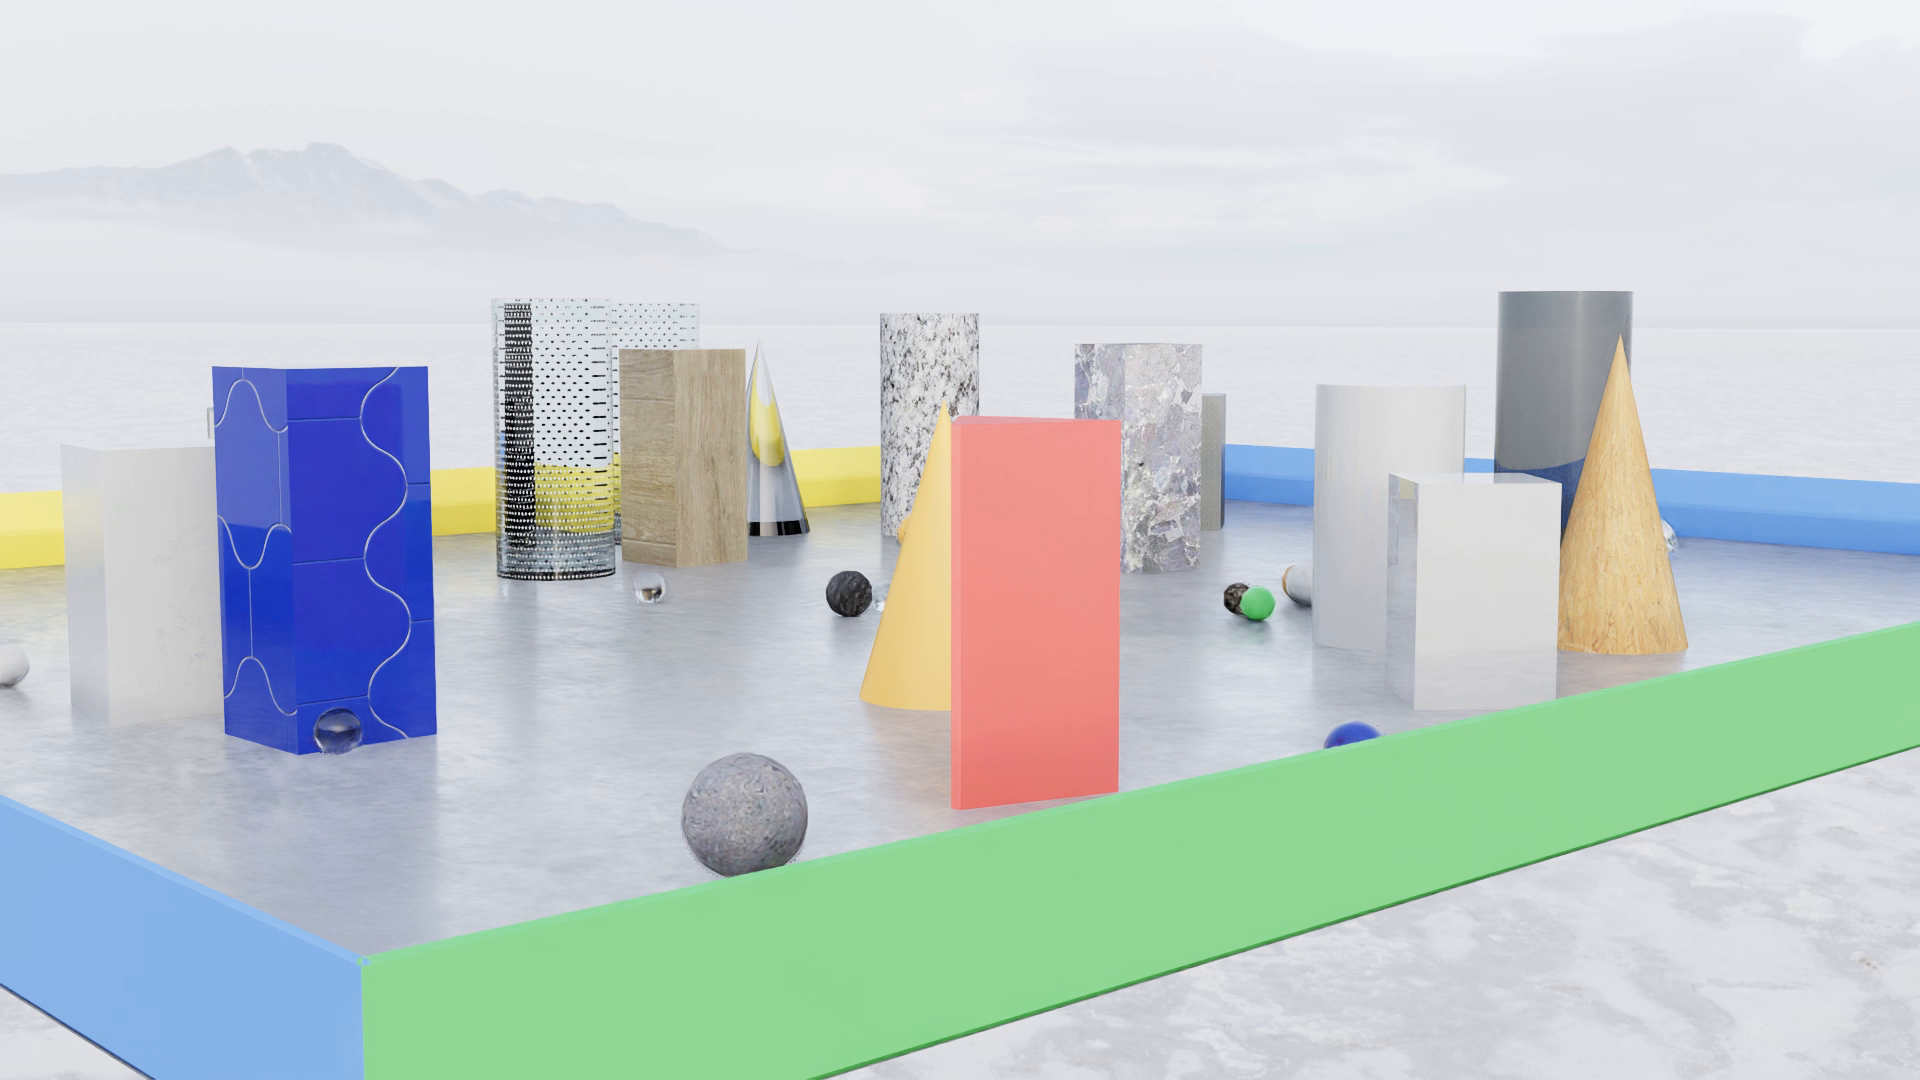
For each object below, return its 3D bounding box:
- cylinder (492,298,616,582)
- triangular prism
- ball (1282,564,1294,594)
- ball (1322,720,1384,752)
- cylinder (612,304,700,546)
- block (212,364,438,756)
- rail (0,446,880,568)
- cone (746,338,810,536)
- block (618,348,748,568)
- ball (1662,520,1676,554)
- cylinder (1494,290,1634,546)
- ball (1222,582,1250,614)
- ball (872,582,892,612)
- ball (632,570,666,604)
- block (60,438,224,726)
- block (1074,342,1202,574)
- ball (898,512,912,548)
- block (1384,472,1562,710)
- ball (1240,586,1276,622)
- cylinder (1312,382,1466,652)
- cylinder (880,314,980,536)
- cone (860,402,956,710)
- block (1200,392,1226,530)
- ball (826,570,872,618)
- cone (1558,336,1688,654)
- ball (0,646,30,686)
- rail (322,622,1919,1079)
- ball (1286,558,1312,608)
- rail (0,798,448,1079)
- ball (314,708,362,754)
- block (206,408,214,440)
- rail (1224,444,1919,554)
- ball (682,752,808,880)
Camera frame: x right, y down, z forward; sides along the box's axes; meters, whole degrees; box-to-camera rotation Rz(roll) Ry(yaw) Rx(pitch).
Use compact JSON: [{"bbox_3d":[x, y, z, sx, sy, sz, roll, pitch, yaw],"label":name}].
[{"bbox_3d":[-0.685,-0.174,3.710,0.199,0.465,0.199,0,6,0],"label":"cylinder"},{"bbox_3d":[0.038,0.059,2.056,0.172,0.345,0.149,-3,7,-27],"label":"triangular prism"},{"bbox_3d":[0.525,0.065,3.382,0.059,0.059,0.059,0,6,0],"label":"ball"},{"bbox_3d":[0.371,0.201,2.063,0.062,0.062,0.062,0,6,0],"label":"ball"},{"bbox_3d":[-0.602,-0.227,4.255,0.199,0.459,0.199,0,6,0],"label":"cylinder"},{"bbox_3d":[-0.664,0.012,2.302,0.159,0.387,0.159,-6,8,-44],"label":"block"},{"bbox_3d":[-0.981,-0.077,4.389,3.505,0.129,0.045,-5,8,-42],"label":"rail"},{"bbox_3d":[-0.403,-0.214,4.437,0.199,0.394,0.199,0,6,0],"label":"cone"},{"bbox_3d":[-0.492,-0.151,3.913,0.159,0.377,0.159,-6,8,-44],"label":"block"},{"bbox_3d":[1.248,-0.002,3.953,0.074,0.074,0.074,0,6,0],"label":"ball"},{"bbox_3d":[0.916,-0.141,3.353,0.199,0.473,0.199,0,6,0],"label":"cylinder"},{"bbox_3d":[0.410,0.087,3.231,0.047,0.047,0.047,0,6,0],"label":"ball"},{"bbox_3d":[-0.108,0.085,3.244,0.046,0.046,0.046,0,6,0],"label":"ball"},{"bbox_3d":[-0.474,0.072,3.352,0.050,0.050,0.050,0,6,0],"label":"ball"},{"bbox_3d":[-0.896,0.041,2.460,0.159,0.297,0.159,-4,7,-36],"label":"block"},{"bbox_3d":[0.308,-0.147,3.827,0.159,0.387,0.159,-3,7,-29],"label":"block"},{"bbox_3d":[-0.064,-0.009,3.921,0.094,0.094,0.094,0,6,0],"label":"ball"},{"bbox_3d":[0.586,0.056,2.528,0.159,0.254,0.159,0,6,-1],"label":"block"},{"bbox_3d":[0.428,0.092,3.164,0.050,0.050,0.050,0,6,0],"label":"ball"},{"bbox_3d":[0.577,-0.037,2.963,0.199,0.348,0.199,0,6,0],"label":"cylinder"},{"bbox_3d":[-0.060,-0.234,4.408,0.199,0.440,0.199,0,6,0],"label":"cylinder"},{"bbox_3d":[-0.018,0.009,2.539,0.199,0.345,0.199,0,6,0],"label":"cone"},{"bbox_3d":[0.464,-0.164,4.541,0.159,0.273,0.159,1,6,10],"label":"block"},{"bbox_3d":[-0.162,0.078,3.206,0.068,0.068,0.068,0,6,0],"label":"ball"},{"bbox_3d":[0.875,-0.067,2.936,0.199,0.414,0.199,0,6,0],"label":"cone"},{"bbox_3d":[-1.134,0.150,2.618,0.048,0.048,0.048,0,6,0],"label":"ball"},{"bbox_3d":[0.981,0.144,2.275,3.505,0.129,0.045,-5,8,-42],"label":"rail"},{"bbox_3d":[0.527,0.065,3.308,0.074,0.074,0.074,0,6,0],"label":"ball"},{"bbox_3d":[-1.270,0.155,2.166,0.045,0.129,2.940,-5,8,-42],"label":"rail"},{"bbox_3d":[-0.626,0.192,2.213,0.048,0.048,0.048,0,6,0],"label":"ball"},{"bbox_3d":[-1.132,-0.070,3.571,0.159,0.287,0.159,-2,6,-20],"label":"block"},{"bbox_3d":[1.270,-0.088,4.498,0.045,0.129,2.940,-5,8,-42],"label":"rail"},{"bbox_3d":[-0.169,0.217,1.727,0.099,0.099,0.099,0,6,0],"label":"ball"}]
